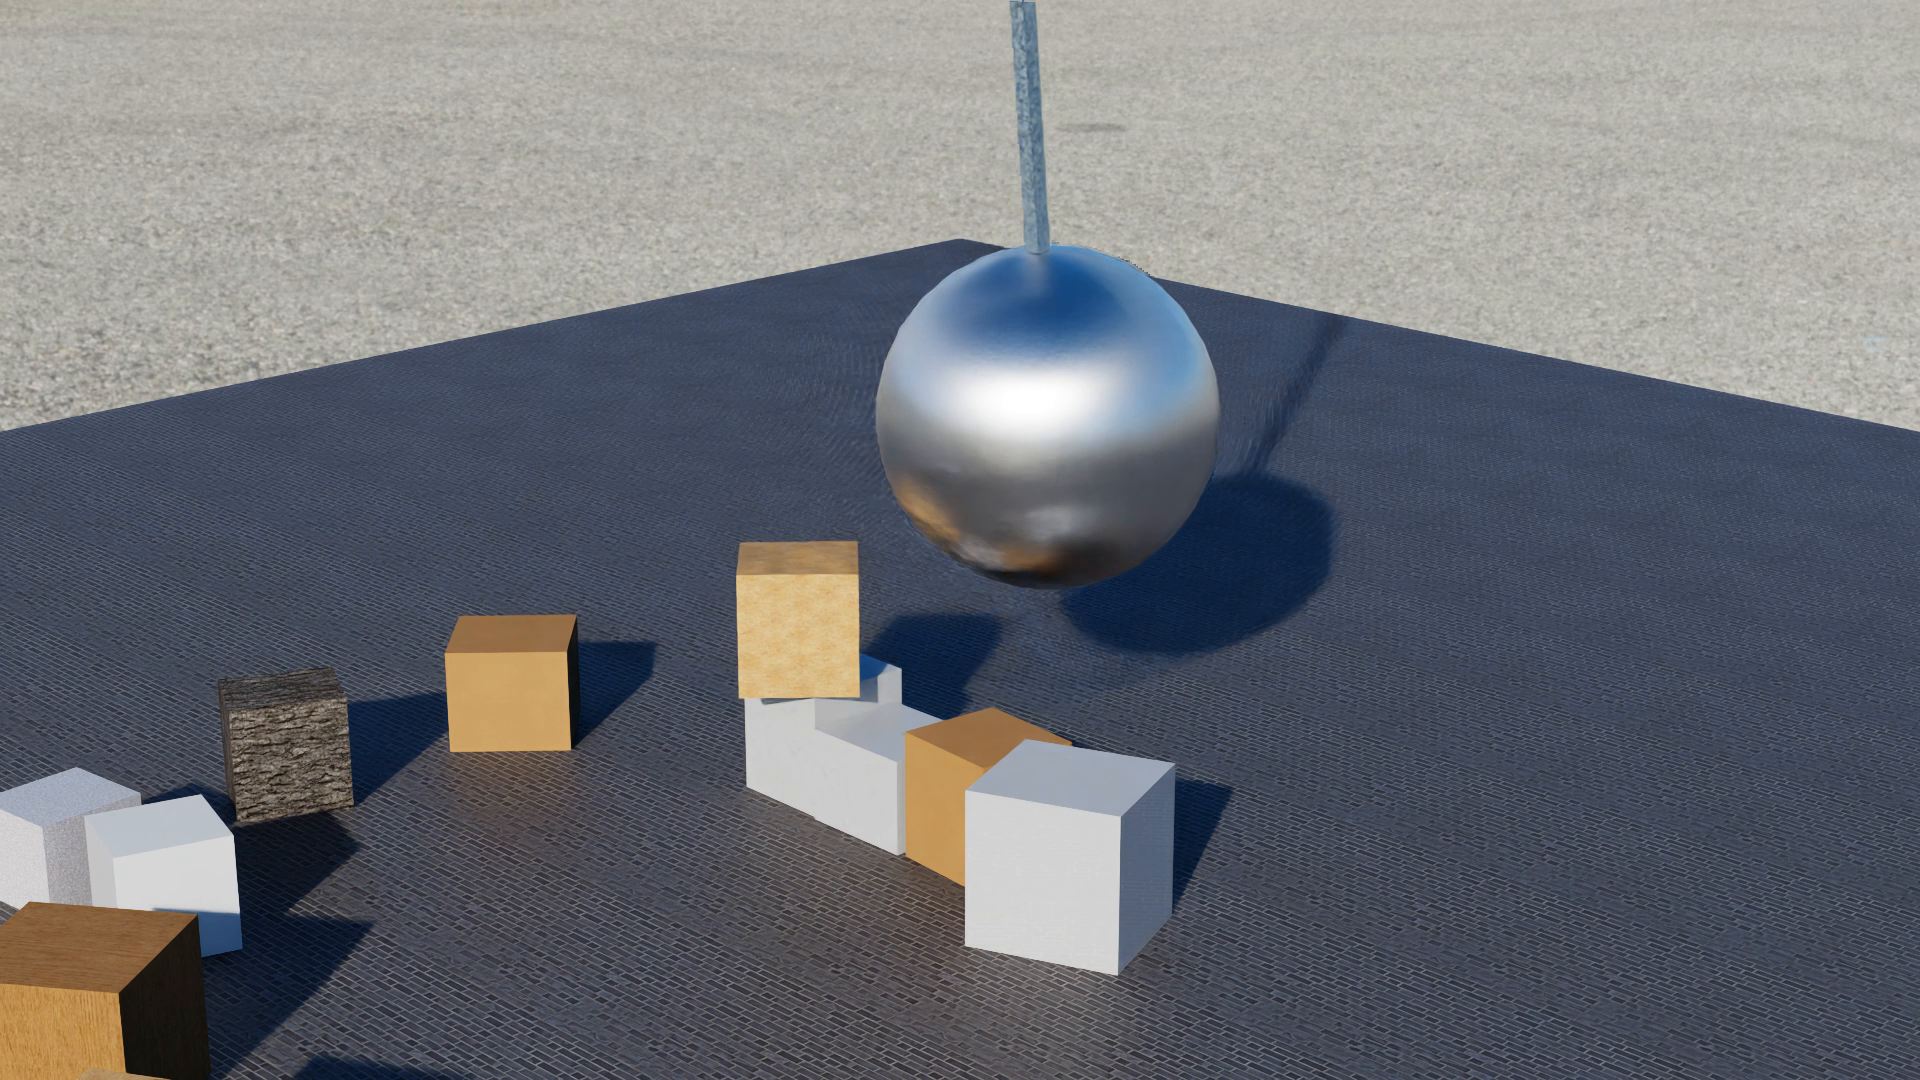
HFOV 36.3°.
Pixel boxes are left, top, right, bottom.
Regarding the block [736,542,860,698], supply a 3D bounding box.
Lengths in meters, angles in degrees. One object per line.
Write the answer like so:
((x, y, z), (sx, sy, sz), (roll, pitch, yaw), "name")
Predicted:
((-0.770, 0.378, 14.031), (0.570, 0.613, 0.509), (-1, 18, -2), "block")

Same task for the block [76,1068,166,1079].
((-2.767, 2.297, 9.809), (0.683, 0.735, 0.691), (5, 18, 15), "block")

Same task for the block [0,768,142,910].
((-4.034, 1.371, 13.208), (0.490, 0.465, 0.508), (14, 22, 38), "block")

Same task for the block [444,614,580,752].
((-2.298, 0.734, 15.122), (0.612, 0.532, 0.579), (-1, 17, -2), "block")

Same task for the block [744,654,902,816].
((-0.669, 0.921, 14.369), (0.552, 0.626, 0.535), (-15, 23, -40), "block")

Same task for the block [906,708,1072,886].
((0.128, 1.196, 13.504), (0.516, 0.621, 0.574), (-13, 22, -36), "block")

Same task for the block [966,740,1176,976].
((0.482, 1.369, 12.772), (0.711, 0.728, 0.658), (8, 19, 23), "block")

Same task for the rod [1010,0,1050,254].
((0.176, -3.729, 12.354), (0.080, 5.200, 0.080), (17, 29, 42), "rod")

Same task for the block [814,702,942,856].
((-0.304, 1.129, 13.974), (0.524, 0.467, 0.591), (-16, 23, -41), "block")

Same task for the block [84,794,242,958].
((-3.459, 1.485, 12.729), (0.511, 0.533, 0.523), (-9, 20, -27), "block")

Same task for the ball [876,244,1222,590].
((0.407, -0.570, 13.589), (1.600, 1.600, 1.600), (0, 17, 0), "ball")

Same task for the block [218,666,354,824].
((-3.276, 0.990, 14.240), (0.553, 0.573, 0.462), (-6, 19, -19), "block")

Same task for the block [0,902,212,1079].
((-3.376, 1.870, 11.253), (0.704, 0.685, 0.698), (3, 18, 10), "block")
